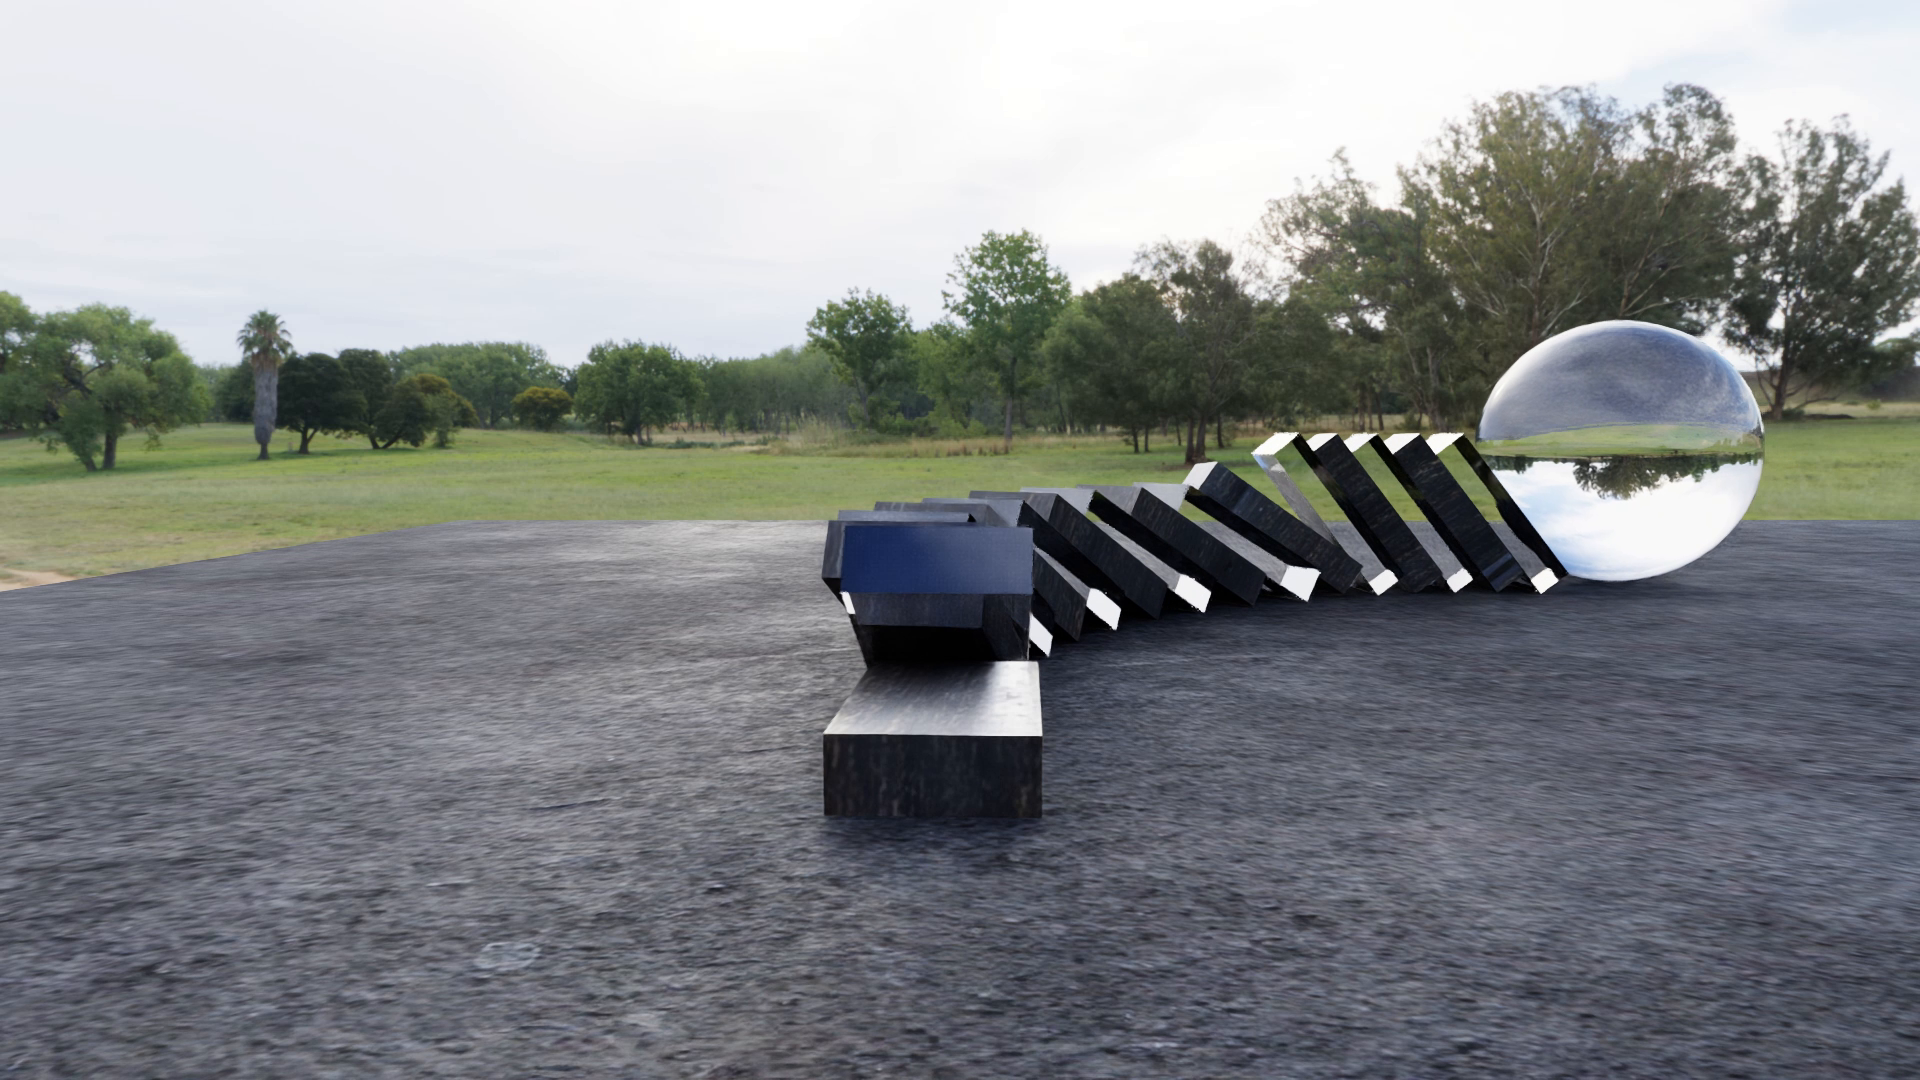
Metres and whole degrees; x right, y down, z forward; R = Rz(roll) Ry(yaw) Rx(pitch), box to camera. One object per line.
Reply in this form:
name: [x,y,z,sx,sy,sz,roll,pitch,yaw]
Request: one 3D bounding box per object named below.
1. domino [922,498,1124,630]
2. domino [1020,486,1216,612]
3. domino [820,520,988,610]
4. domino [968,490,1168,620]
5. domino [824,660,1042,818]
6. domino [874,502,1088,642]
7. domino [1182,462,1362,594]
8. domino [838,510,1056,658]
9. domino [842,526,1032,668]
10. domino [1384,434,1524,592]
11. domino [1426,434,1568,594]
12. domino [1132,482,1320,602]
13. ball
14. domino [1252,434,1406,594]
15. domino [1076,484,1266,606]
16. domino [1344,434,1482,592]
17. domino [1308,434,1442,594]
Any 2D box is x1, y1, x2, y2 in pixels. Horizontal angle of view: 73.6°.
domino: [0.014,0.006,0.283,0.025,0.009,0.050,3,-22,35]
domino: [0.038,0.003,0.320,0.050,0.009,0.025,32,-17,-37]
domino: [-0.004,0.011,0.217,0.025,0.010,0.050,1,-22,12]
domino: [0.025,0.004,0.302,0.025,0.010,0.050,4,-22,42]
domino: [-0.002,0.025,0.171,0.025,0.010,0.050,0,4,3]
domino: [0.004,0.007,0.263,0.025,0.009,0.050,2,-22,30]
domino: [0.087,-0.004,0.365,0.050,0.009,0.025,35,0,-4]
domino: [-0.002,0.009,0.241,0.025,0.010,0.050,2,-22,24]
domino: [-0.002,0.012,0.193,0.025,0.010,0.050,1,-22,2]
domino: [0.143,-0.008,0.378,0.009,0.050,0.025,-37,2,5]
domino: [0.155,-0.008,0.377,0.009,0.050,0.025,-37,2,5]
domino: [0.071,0.000,0.348,0.050,0.009,0.025,29,-9,-25]
ball: [0.201,-0.027,0.395,0.080,0.080,0.080,0,4,0]
domino: [0.106,-0.008,0.371,0.010,0.050,0.025,-38,4,2]
domino: [0.054,0.001,0.335,0.050,0.009,0.025,31,-13,-32]
domino: [0.131,-0.009,0.378,0.010,0.050,0.025,-37,2,5]
domino: [0.119,-0.008,0.376,0.009,0.050,0.025,-37,2,5]
